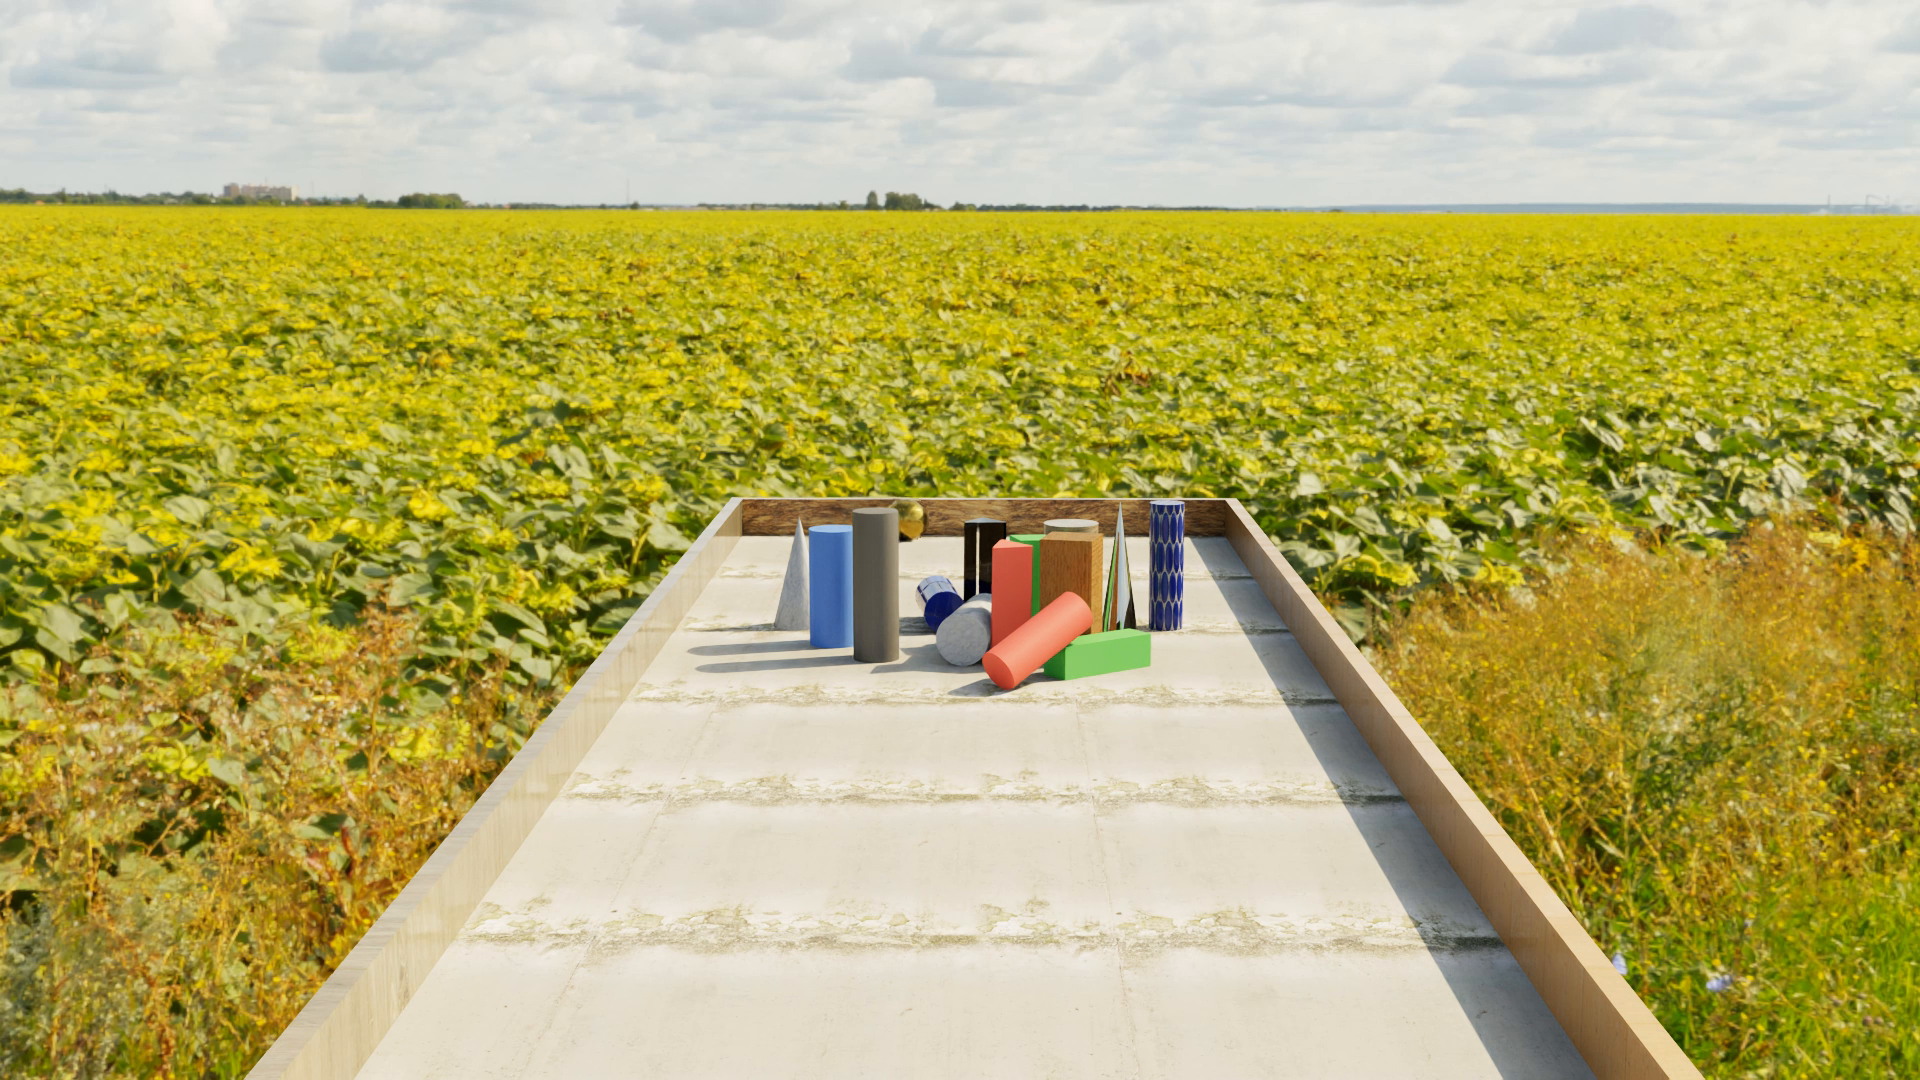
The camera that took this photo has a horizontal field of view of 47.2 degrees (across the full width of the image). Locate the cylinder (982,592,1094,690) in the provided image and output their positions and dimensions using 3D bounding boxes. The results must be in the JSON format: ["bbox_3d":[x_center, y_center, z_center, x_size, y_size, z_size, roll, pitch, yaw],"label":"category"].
[{"bbox_3d":[0.226,0.290,6.359,0.332,0.127,0.127,-36,28,-29],"label":"cylinder"}]

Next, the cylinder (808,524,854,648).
[{"bbox_3d":[-0.394,0.145,6.922,0.160,0.367,0.160,0,9,0],"label":"cylinder"}]

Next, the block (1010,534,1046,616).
[{"bbox_3d":[0.223,0.159,6.911,0.117,0.339,0.117,-1,9,-16],"label":"block"}]

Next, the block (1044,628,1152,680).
[{"bbox_3d":[0.410,0.340,6.547,0.332,0.100,0.100,-7,11,-36],"label":"block"}]

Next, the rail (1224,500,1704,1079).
[{"bbox_3d":[1.046,0.843,3.208,0.050,0.150,12.000,0,9,1],"label":"rail"}]

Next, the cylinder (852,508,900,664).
[{"bbox_3d":[-0.256,0.137,6.690,0.140,0.456,0.140,0,9,0],"label":"cylinder"}]

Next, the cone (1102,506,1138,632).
[{"bbox_3d":[0.503,0.100,6.925,0.128,0.454,0.128,0,9,0],"label":"cone"}]

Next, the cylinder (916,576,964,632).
[{"bbox_3d":[-0.064,0.211,7.237,0.139,0.139,0.307,-1,9,-7],"label":"cylinder"}]

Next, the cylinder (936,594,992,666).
[{"bbox_3d":[0.044,0.273,6.773,0.161,0.161,0.349,2,9,12],"label":"cylinder"}]

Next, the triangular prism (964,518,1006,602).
[{"bbox_3d":[0.078,0.105,7.237,0.135,0.347,0.117,0,9,-3],"label":"triangular prism"}]

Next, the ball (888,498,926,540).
[{"bbox_3d":[-0.222,-0.084,8.995,0.171,0.171,0.171,0,9,0],"label":"ball"}]

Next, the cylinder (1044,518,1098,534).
[{"bbox_3d":[0.361,0.117,7.162,0.178,0.348,0.178,0,9,0],"label":"cylinder"}]

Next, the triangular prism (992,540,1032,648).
[{"bbox_3d":[0.140,0.186,6.668,0.126,0.360,0.109,-3,13,-17],"label":"triangular prism"}]

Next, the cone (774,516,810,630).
[{"bbox_3d":[-0.525,0.101,7.206,0.176,0.365,0.176,0,9,0],"label":"cone"}]

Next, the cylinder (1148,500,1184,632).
[{"bbox_3d":[0.672,0.083,7.165,0.113,0.414,0.113,0,9,0],"label":"cylinder"}]

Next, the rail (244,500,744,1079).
[{"bbox_3d":[-1.004,0.839,3.234,0.050,0.150,12.000,0,9,1],"label":"rail"}]

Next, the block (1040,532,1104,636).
[{"bbox_3d":[0.339,0.176,6.689,0.160,0.379,0.160,3,9,16],"label":"block"}]

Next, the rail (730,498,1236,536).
[{"bbox_3d":[0.099,-0.098,9.147,2.100,0.150,0.050,0,9,1],"label":"rail"}]
